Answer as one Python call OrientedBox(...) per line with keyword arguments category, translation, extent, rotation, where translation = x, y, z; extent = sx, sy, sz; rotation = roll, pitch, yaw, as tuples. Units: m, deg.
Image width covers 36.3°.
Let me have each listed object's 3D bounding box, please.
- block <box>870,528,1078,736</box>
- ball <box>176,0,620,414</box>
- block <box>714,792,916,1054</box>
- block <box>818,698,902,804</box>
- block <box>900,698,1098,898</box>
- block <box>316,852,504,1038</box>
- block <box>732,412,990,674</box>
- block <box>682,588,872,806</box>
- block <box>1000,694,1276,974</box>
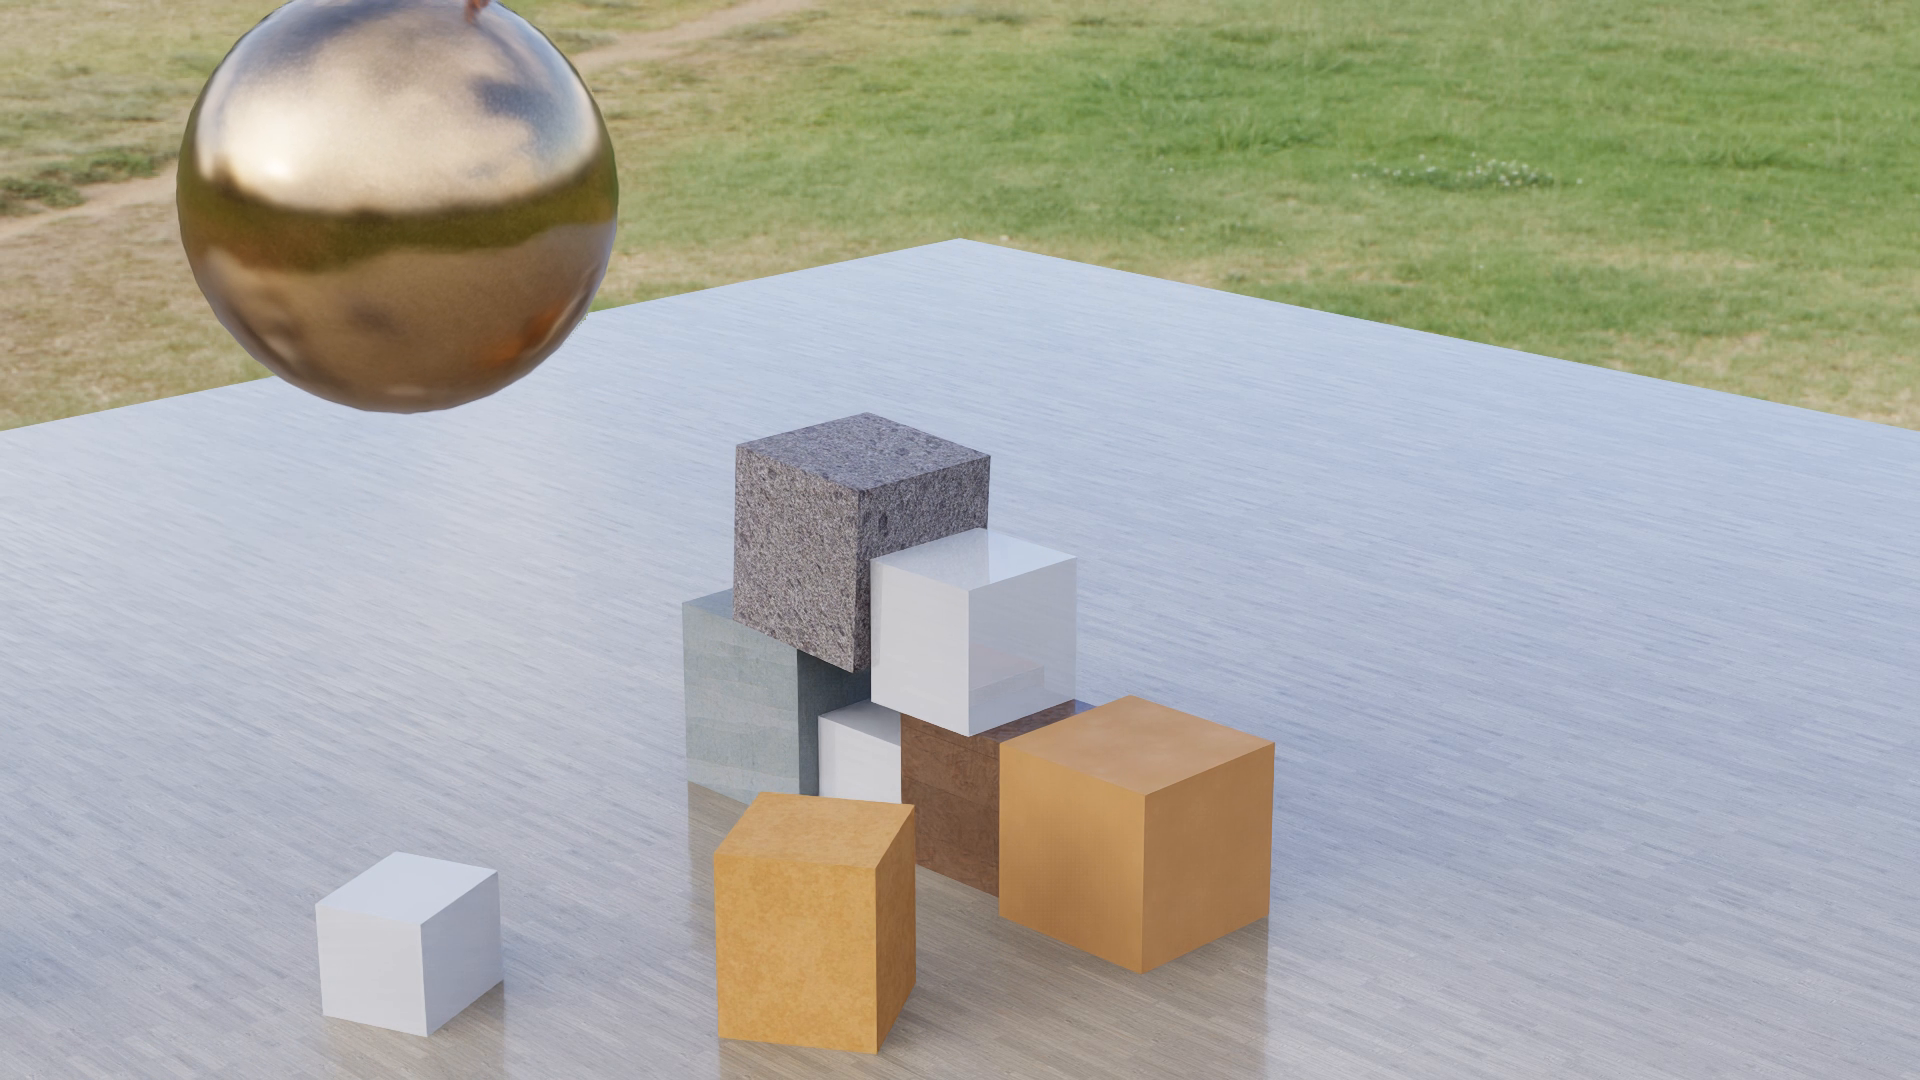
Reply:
OrientedBox(category="block", translation=(0.063, 0.409, 13.399), extent=(0.696, 0.686, 0.632), rotation=(-17, 24, -42))
OrientedBox(category="ball", translation=(-2.058, -1.264, 10.787), extent=(1.600, 1.600, 1.600), rotation=(0, 17, 0))
OrientedBox(category="block", translation=(-0.584, 1.559, 12.031), extent=(0.665, 0.811, 0.665), rotation=(4, 18, 12))
OrientedBox(category="block", translation=(-0.262, 1.091, 13.981), extent=(0.571, 0.535, 0.594), rotation=(-17, 24, -42))
OrientedBox(category="block", translation=(0.221, 1.133, 13.489), extent=(0.642, 0.750, 0.751), rotation=(-17, 24, -42))
OrientedBox(category="block", translation=(-2.282, 1.672, 12.191), extent=(0.505, 0.500, 0.583), rotation=(7, 19, 22))
OrientedBox(category="block", translation=(-0.469, -0.006, 13.812), extent=(0.840, 0.878, 0.842), rotation=(-17, 27, -42))
OrientedBox(category="block", translation=(-0.773, 0.750, 14.410), extent=(0.834, 0.928, 0.810), rotation=(17, 24, 42))
OrientedBox(category="block", translation=(0.774, 1.276, 12.917), extent=(0.844, 0.820, 0.856), rotation=(17, 24, 42))
